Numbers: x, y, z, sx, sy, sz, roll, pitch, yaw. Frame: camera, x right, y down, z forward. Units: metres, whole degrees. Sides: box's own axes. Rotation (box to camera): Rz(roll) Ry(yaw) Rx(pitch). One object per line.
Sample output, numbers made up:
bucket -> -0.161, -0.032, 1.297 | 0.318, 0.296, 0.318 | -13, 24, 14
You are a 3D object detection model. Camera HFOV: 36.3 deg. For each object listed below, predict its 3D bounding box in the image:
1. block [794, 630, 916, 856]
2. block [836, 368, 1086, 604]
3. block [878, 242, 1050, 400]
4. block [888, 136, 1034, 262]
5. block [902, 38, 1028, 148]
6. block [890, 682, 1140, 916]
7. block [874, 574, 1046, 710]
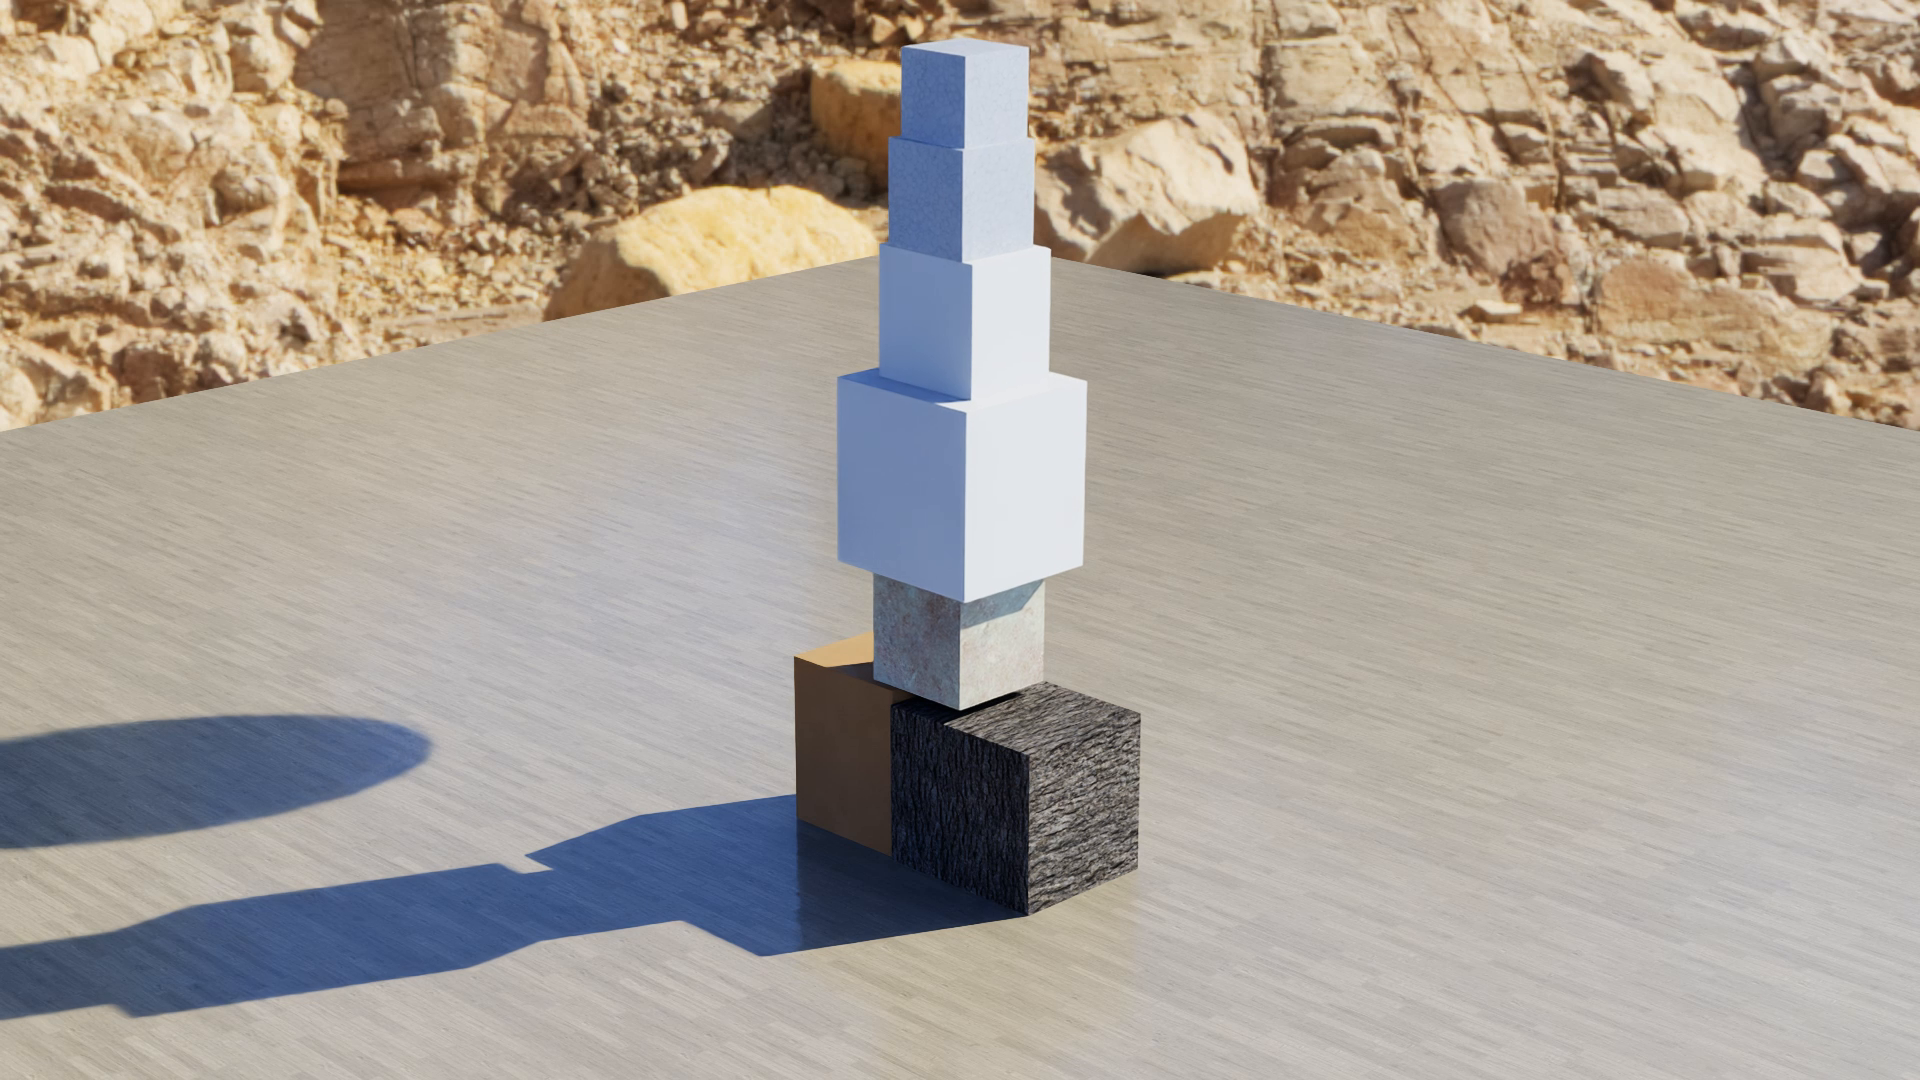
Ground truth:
block -> -0.304, 0.940, 13.976 | 0.685, 0.826, 0.675 | -17, 24, -42
block -> 0.004, -0.307, 13.233 | 0.762, 0.866, 0.818 | -17, 25, -42
block -> 0.018, -1.008, 13.015 | 0.488, 0.603, 0.584 | -17, 25, -42
block -> 0.005, -1.519, 12.832 | 0.442, 0.482, 0.460 | -17, 25, -42
block -> 0.021, -1.940, 12.709 | 0.386, 0.394, 0.389 | -17, 25, -42
block -> 0.251, 1.135, 13.454 | 0.731, 0.766, 0.878 | -17, 24, -42
block -> -0.005, 0.376, 13.450 | 0.546, 0.568, 0.562 | -17, 25, -42
